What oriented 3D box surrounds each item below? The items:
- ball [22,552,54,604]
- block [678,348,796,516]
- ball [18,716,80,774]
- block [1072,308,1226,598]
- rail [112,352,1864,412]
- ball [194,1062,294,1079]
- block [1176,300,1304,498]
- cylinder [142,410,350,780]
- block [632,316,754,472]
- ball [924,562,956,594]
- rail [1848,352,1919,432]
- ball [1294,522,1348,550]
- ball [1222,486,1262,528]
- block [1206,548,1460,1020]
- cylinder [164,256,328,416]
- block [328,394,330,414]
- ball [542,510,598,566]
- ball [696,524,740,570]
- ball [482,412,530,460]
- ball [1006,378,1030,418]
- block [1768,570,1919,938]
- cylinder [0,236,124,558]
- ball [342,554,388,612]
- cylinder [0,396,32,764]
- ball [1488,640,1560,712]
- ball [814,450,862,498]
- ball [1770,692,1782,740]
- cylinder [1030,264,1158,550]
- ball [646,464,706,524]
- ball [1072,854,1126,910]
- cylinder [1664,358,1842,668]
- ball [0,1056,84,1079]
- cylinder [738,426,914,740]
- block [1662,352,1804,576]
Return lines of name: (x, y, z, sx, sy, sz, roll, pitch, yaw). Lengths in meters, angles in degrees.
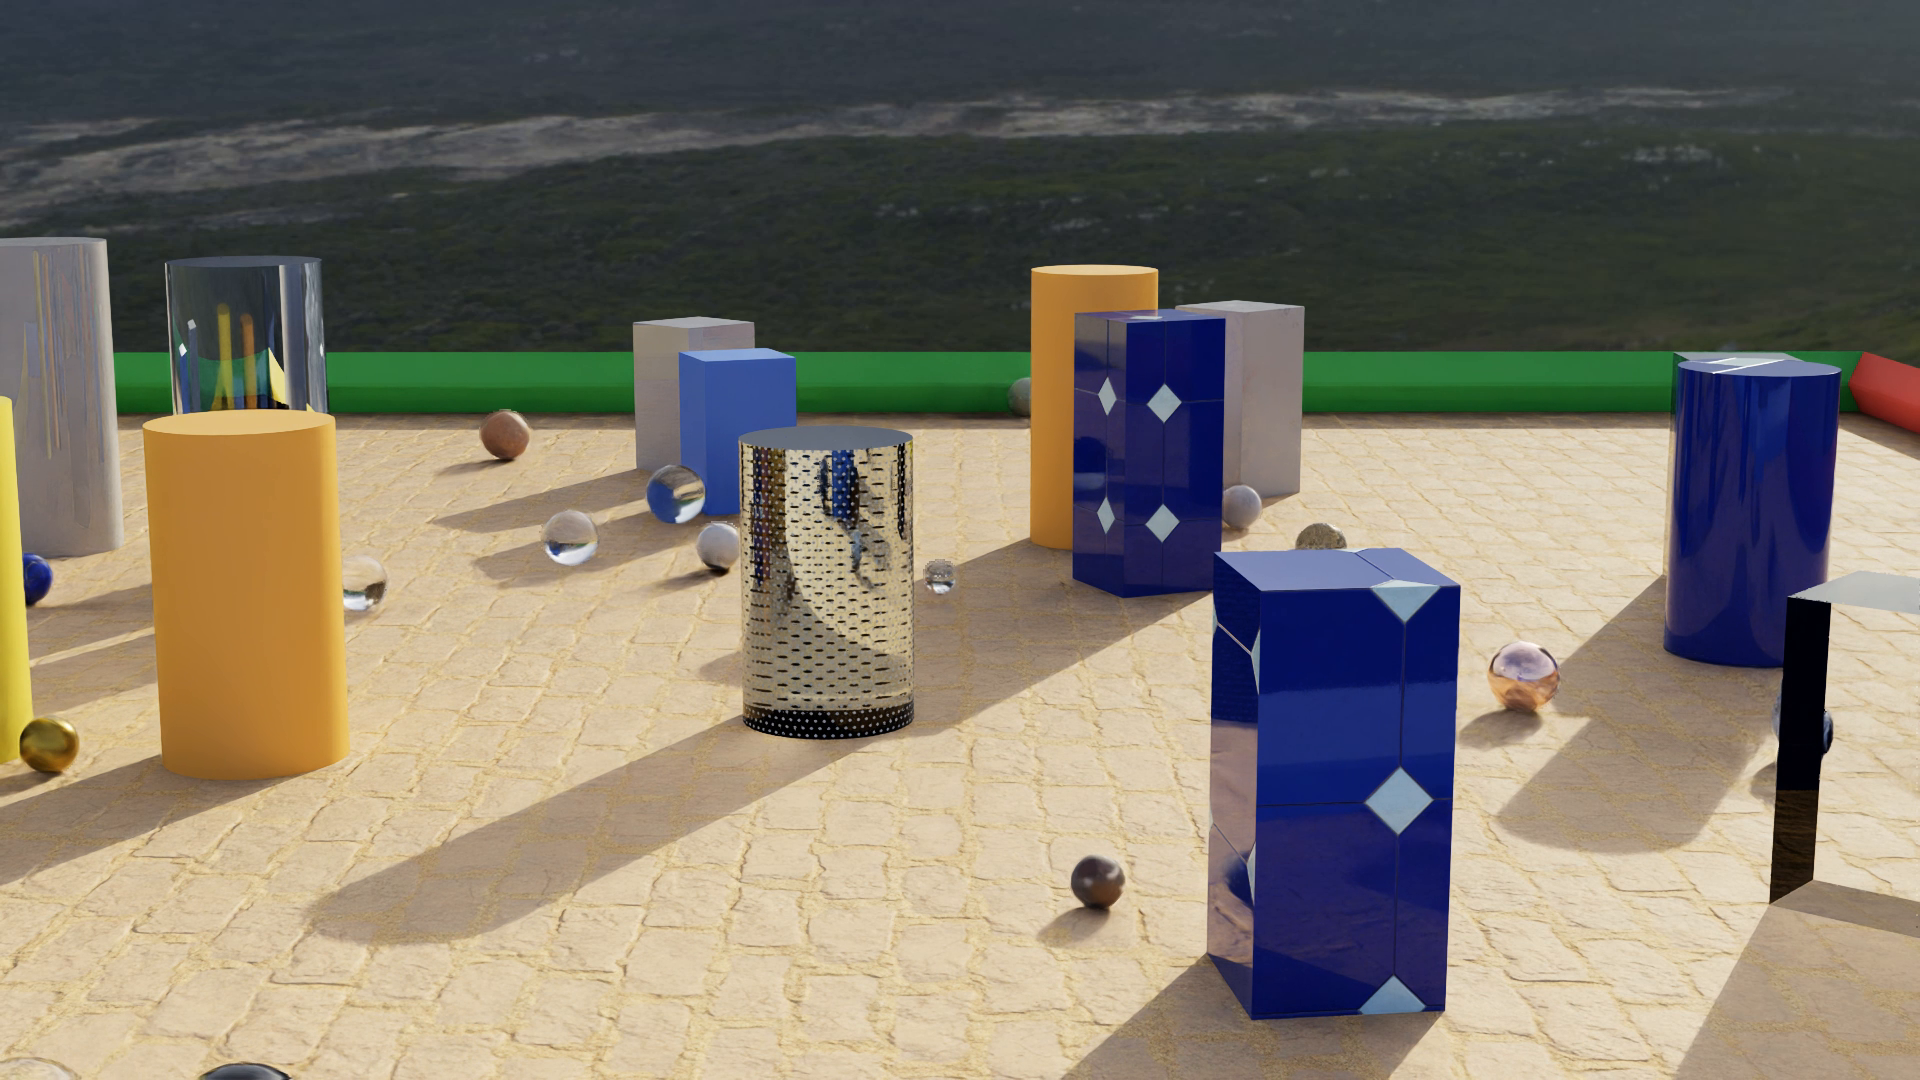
ball: (-1.272, 0.053, 3.493, 0.071, 0.071, 0.071, 0, 11, 0)
block: (-0.369, -0.182, 4.260, 0.155, 0.253, 0.155, -4, 11, -21)
ball: (-0.947, 0.212, 2.666, 0.060, 0.060, 0.060, 0, 11, 0)
block: (0.264, -0.125, 3.605, 0.155, 0.380, 0.155, -5, 12, -24)
rail: (-0.011, -0.330, 5.400, 3.847, 0.126, 0.045, 0, 11, 0)
ball: (-0.461, 0.383, 1.646, 0.096, 0.096, 0.096, 0, 11, 0)
block: (0.476, -0.240, 4.390, 0.155, 0.320, 0.155, -9, 14, -41)
cylinder: (-0.750, 0.053, 2.704, 0.193, 0.359, 0.193, 0, 11, 0)
block: (-0.480, -0.261, 4.650, 0.155, 0.267, 0.155, 10, 15, 43)
ball: (-0.028, 0.052, 3.572, 0.043, 0.043, 0.043, 0, 11, 0)
rail: (1.900, 0.030, 3.460, 0.045, 0.126, 4.015, 0, 11, 0)
ball: (0.520, 0.013, 3.698, 0.075, 0.075, 0.075, 0, 11, 0)
ball: (0.444, -0.053, 4.067, 0.069, 0.069, 0.069, 0, 11, 0)
block: (0.291, 0.188, 2.033, 0.155, 0.338, 0.155, -1, 11, -7)
cylinder: (-0.914, -0.121, 3.318, 0.193, 0.477, 0.193, 0, 11, 0)
block: (-0.996, -0.079, 3.693, 0.155, 0.258, 0.155, 0, 11, -3)
ball: (-0.571, -0.003, 3.762, 0.082, 0.082, 0.082, 0, 11, 0)
ball: (-0.350, 0.010, 3.734, 0.068, 0.068, 0.068, 0, 11, 0)
ball: (-0.846, -0.194, 4.777, 0.088, 0.088, 0.088, 0, 11, 0)
ball: (0.139, -0.298, 5.346, 0.083, 0.083, 0.083, 0, 11, 0)
block: (0.818, 0.183, 2.232, 0.155, 0.276, 0.155, 9, 14, 40)
cylinder: (-1.376, -0.218, 3.874, 0.193, 0.464, 0.193, 0, 11, 0)
ball: (-0.807, 0.058, 3.453, 0.076, 0.076, 0.076, 0, 11, 0)
cylinder: (-1.094, 0.043, 2.715, 0.193, 0.375, 0.193, 0, 11, 0)
ball: (0.641, 0.155, 2.920, 0.080, 0.080, 0.080, 0, 11, 0)
ball: (-0.205, -0.111, 4.345, 0.081, 0.081, 0.081, 0, 11, 0)
ball: (0.904, 0.189, 2.716, 0.087, 0.087, 0.087, 0, 11, 0)
cylinder: (0.205, -0.206, 3.940, 0.193, 0.417, 0.193, 0, 11, 0)
ball: (-0.455, -0.074, 4.109, 0.095, 0.095, 0.095, 0, 11, 0)
ball: (0.120, 0.298, 2.238, 0.047, 0.047, 0.047, 0, 11, 0)
cylinder: (0.983, -0.037, 3.191, 0.193, 0.358, 0.193, 0, 11, 0)
ball: (-0.603, 0.382, 1.653, 0.097, 0.097, 0.097, 0, 11, 0)
cylinder: (-0.148, 0.044, 2.865, 0.193, 0.319, 0.193, 0, 11, 0)
block: (1.088, -0.094, 3.597, 0.155, 0.322, 0.155, 0, 11, 2)
